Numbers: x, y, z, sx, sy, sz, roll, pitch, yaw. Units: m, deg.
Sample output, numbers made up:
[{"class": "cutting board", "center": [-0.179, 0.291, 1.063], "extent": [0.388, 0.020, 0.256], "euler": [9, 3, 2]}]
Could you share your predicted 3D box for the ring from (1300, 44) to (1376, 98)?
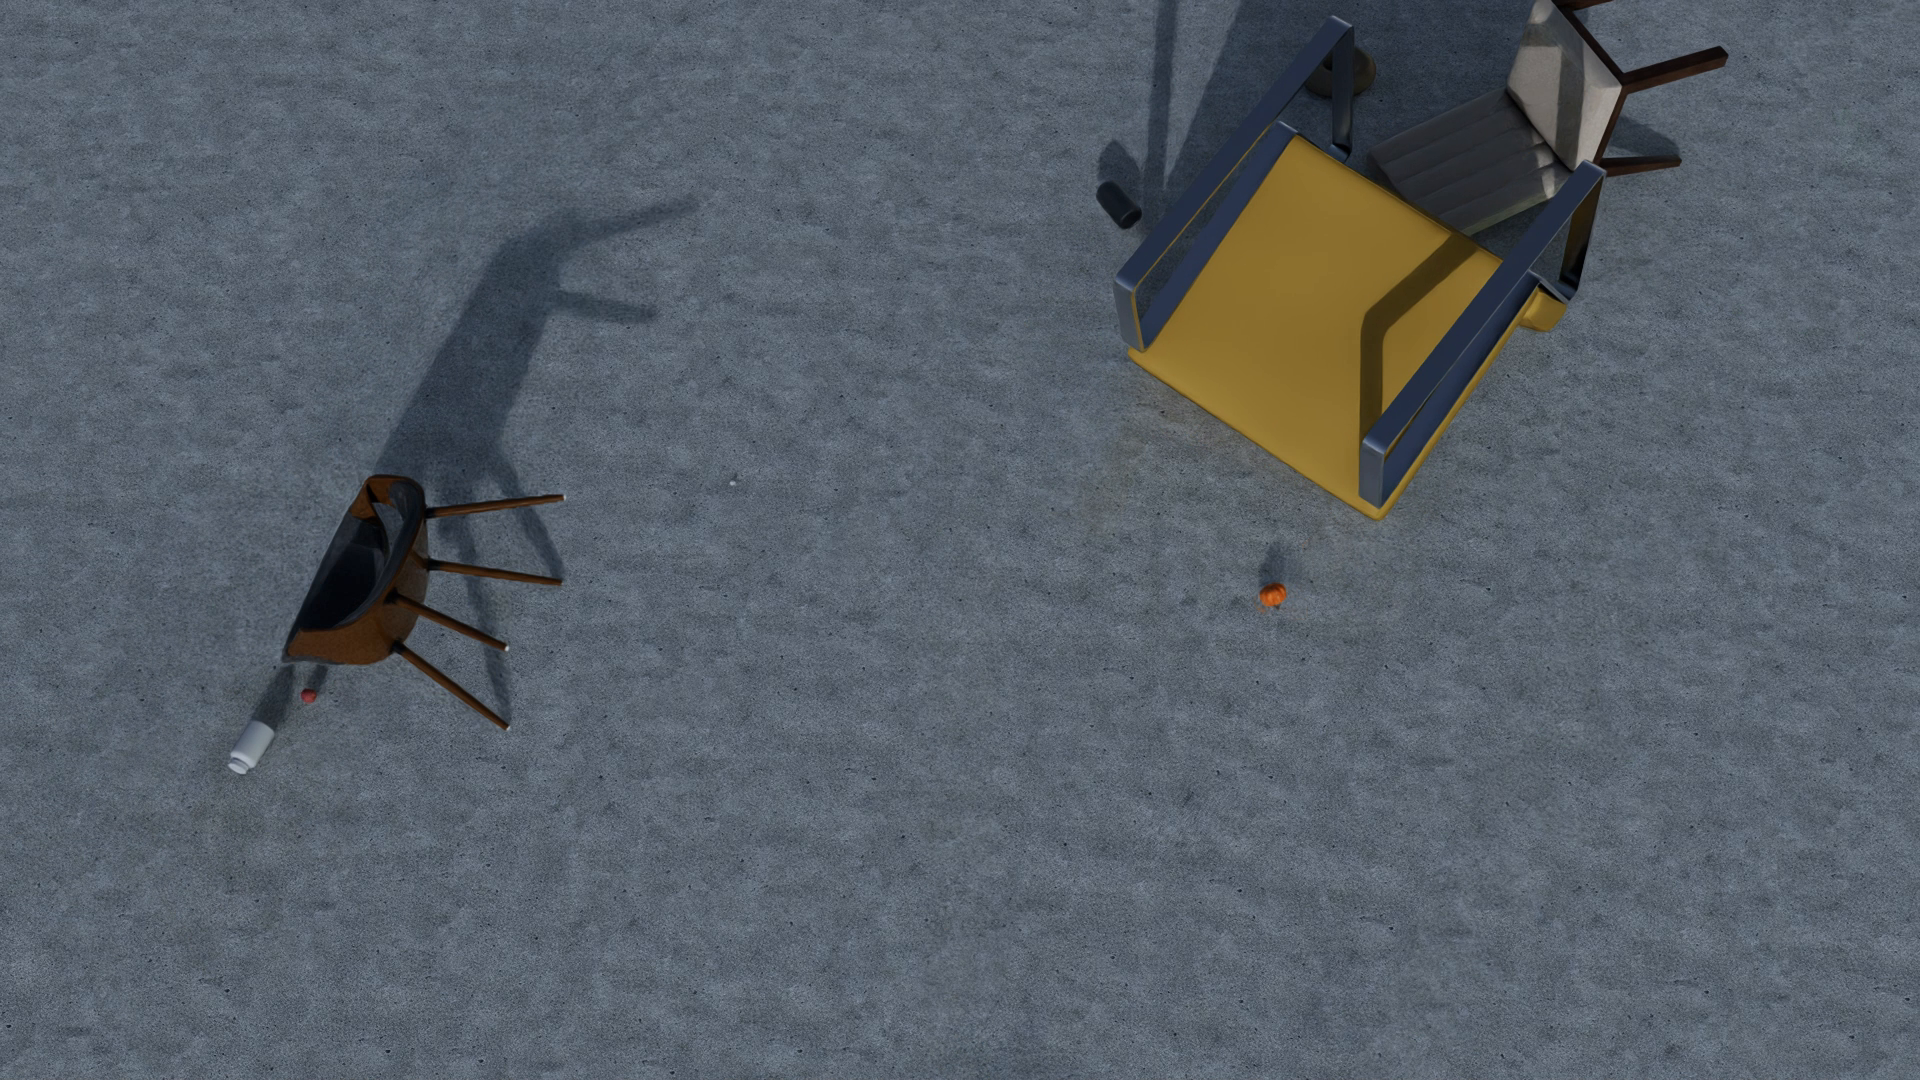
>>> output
[{"class": "ring", "center": [1.305, -1.623, 7.604], "extent": [0.268, 0.101, 0.213], "euler": [-3, 57, -3]}]
